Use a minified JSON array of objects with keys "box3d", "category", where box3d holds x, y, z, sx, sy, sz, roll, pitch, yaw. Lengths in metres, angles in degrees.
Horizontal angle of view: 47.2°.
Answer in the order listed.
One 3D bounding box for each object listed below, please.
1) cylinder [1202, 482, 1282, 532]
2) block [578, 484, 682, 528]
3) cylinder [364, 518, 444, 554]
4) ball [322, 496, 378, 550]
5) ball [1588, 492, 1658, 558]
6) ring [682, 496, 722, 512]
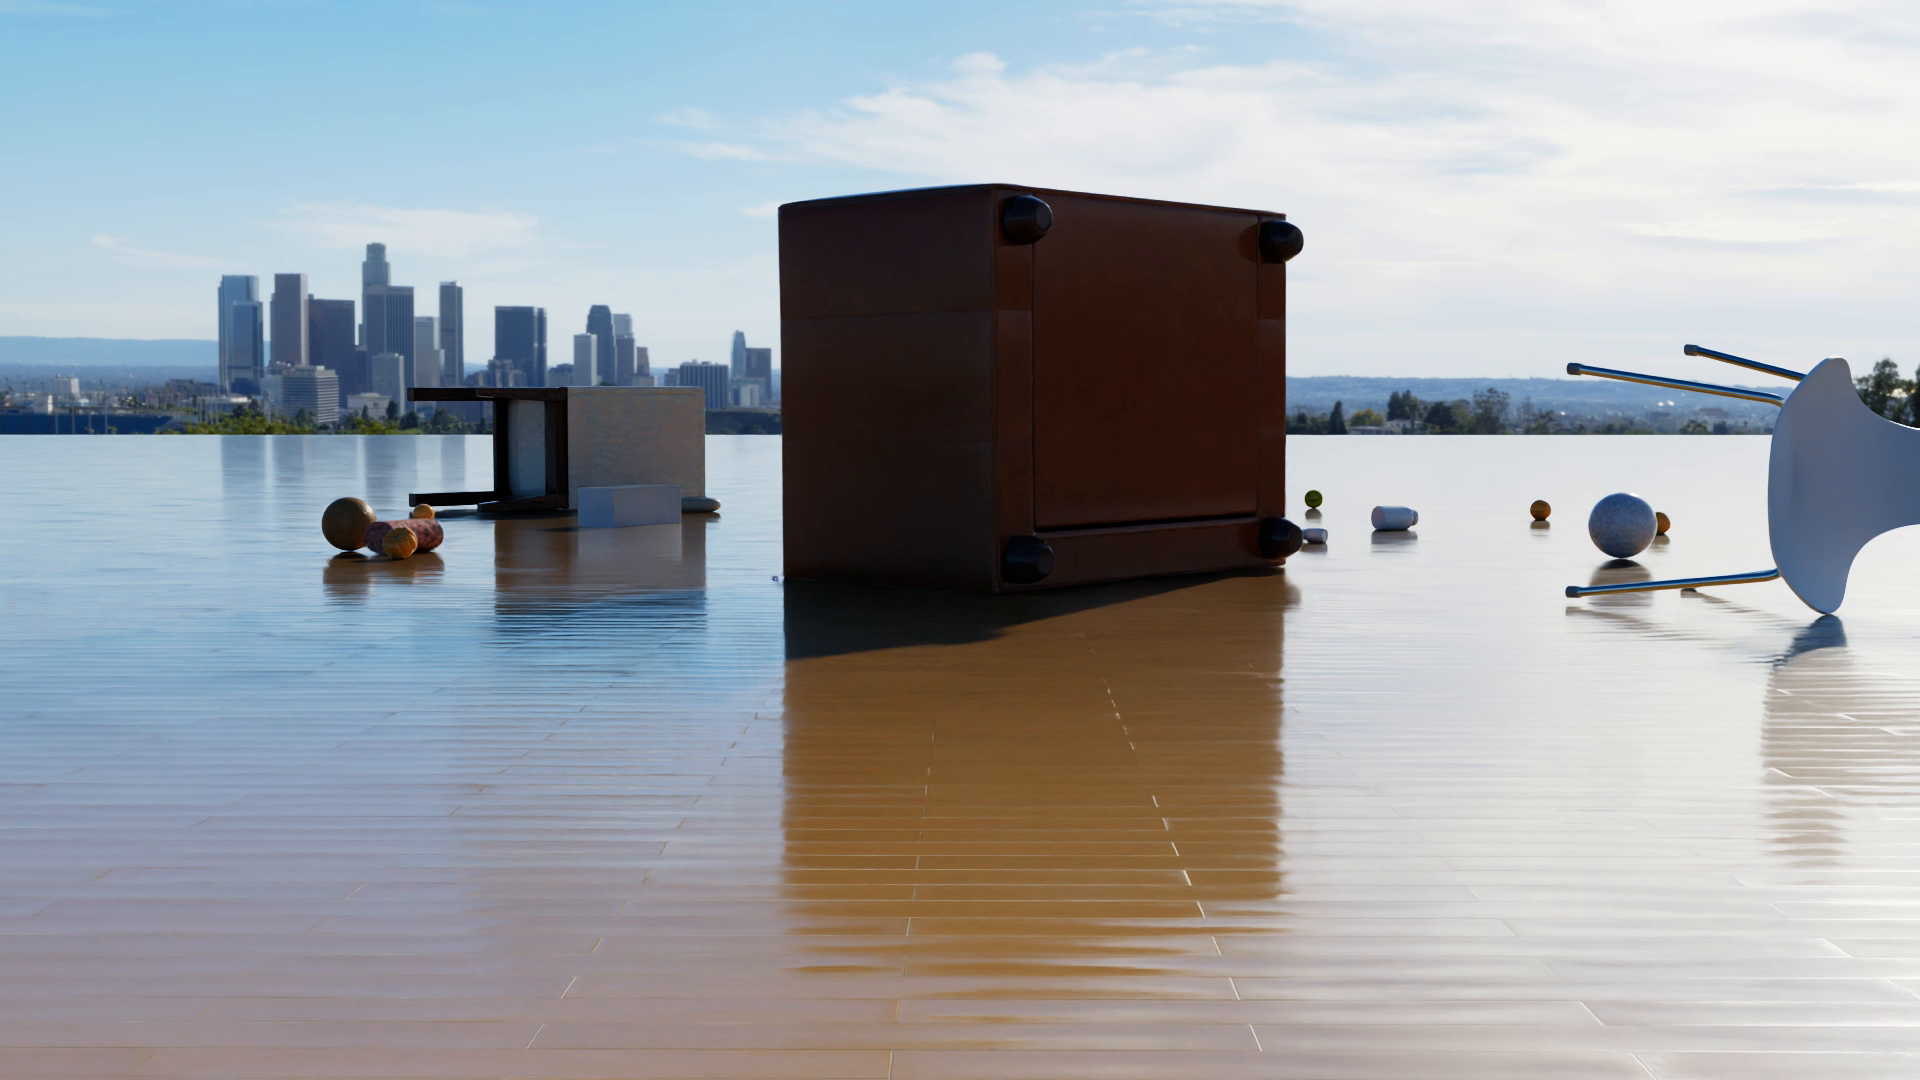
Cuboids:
[{"box3d":[0.891,-0.104,6.944,0.190,0.152,0.158,4,-7,44],"category":"cylinder"},{"box3d":[-1.095,-0.115,7.305,0.152,0.126,0.340,3,5,33],"category":"block"},{"box3d":[-1.531,-0.011,6.054,0.138,0.088,0.163,0,3,37],"category":"cylinder"},{"box3d":[-1.693,-0.044,6.099,0.150,0.150,0.150,0,4,0],"category":"ball"},{"box3d":[1.757,-0.040,5.831,0.177,0.177,0.177,0,4,0],"category":"ball"},{"box3d":[-0.987,-0.130,8.071,0.226,0.052,0.131,-1,5,-3],"category":"ring"}]
